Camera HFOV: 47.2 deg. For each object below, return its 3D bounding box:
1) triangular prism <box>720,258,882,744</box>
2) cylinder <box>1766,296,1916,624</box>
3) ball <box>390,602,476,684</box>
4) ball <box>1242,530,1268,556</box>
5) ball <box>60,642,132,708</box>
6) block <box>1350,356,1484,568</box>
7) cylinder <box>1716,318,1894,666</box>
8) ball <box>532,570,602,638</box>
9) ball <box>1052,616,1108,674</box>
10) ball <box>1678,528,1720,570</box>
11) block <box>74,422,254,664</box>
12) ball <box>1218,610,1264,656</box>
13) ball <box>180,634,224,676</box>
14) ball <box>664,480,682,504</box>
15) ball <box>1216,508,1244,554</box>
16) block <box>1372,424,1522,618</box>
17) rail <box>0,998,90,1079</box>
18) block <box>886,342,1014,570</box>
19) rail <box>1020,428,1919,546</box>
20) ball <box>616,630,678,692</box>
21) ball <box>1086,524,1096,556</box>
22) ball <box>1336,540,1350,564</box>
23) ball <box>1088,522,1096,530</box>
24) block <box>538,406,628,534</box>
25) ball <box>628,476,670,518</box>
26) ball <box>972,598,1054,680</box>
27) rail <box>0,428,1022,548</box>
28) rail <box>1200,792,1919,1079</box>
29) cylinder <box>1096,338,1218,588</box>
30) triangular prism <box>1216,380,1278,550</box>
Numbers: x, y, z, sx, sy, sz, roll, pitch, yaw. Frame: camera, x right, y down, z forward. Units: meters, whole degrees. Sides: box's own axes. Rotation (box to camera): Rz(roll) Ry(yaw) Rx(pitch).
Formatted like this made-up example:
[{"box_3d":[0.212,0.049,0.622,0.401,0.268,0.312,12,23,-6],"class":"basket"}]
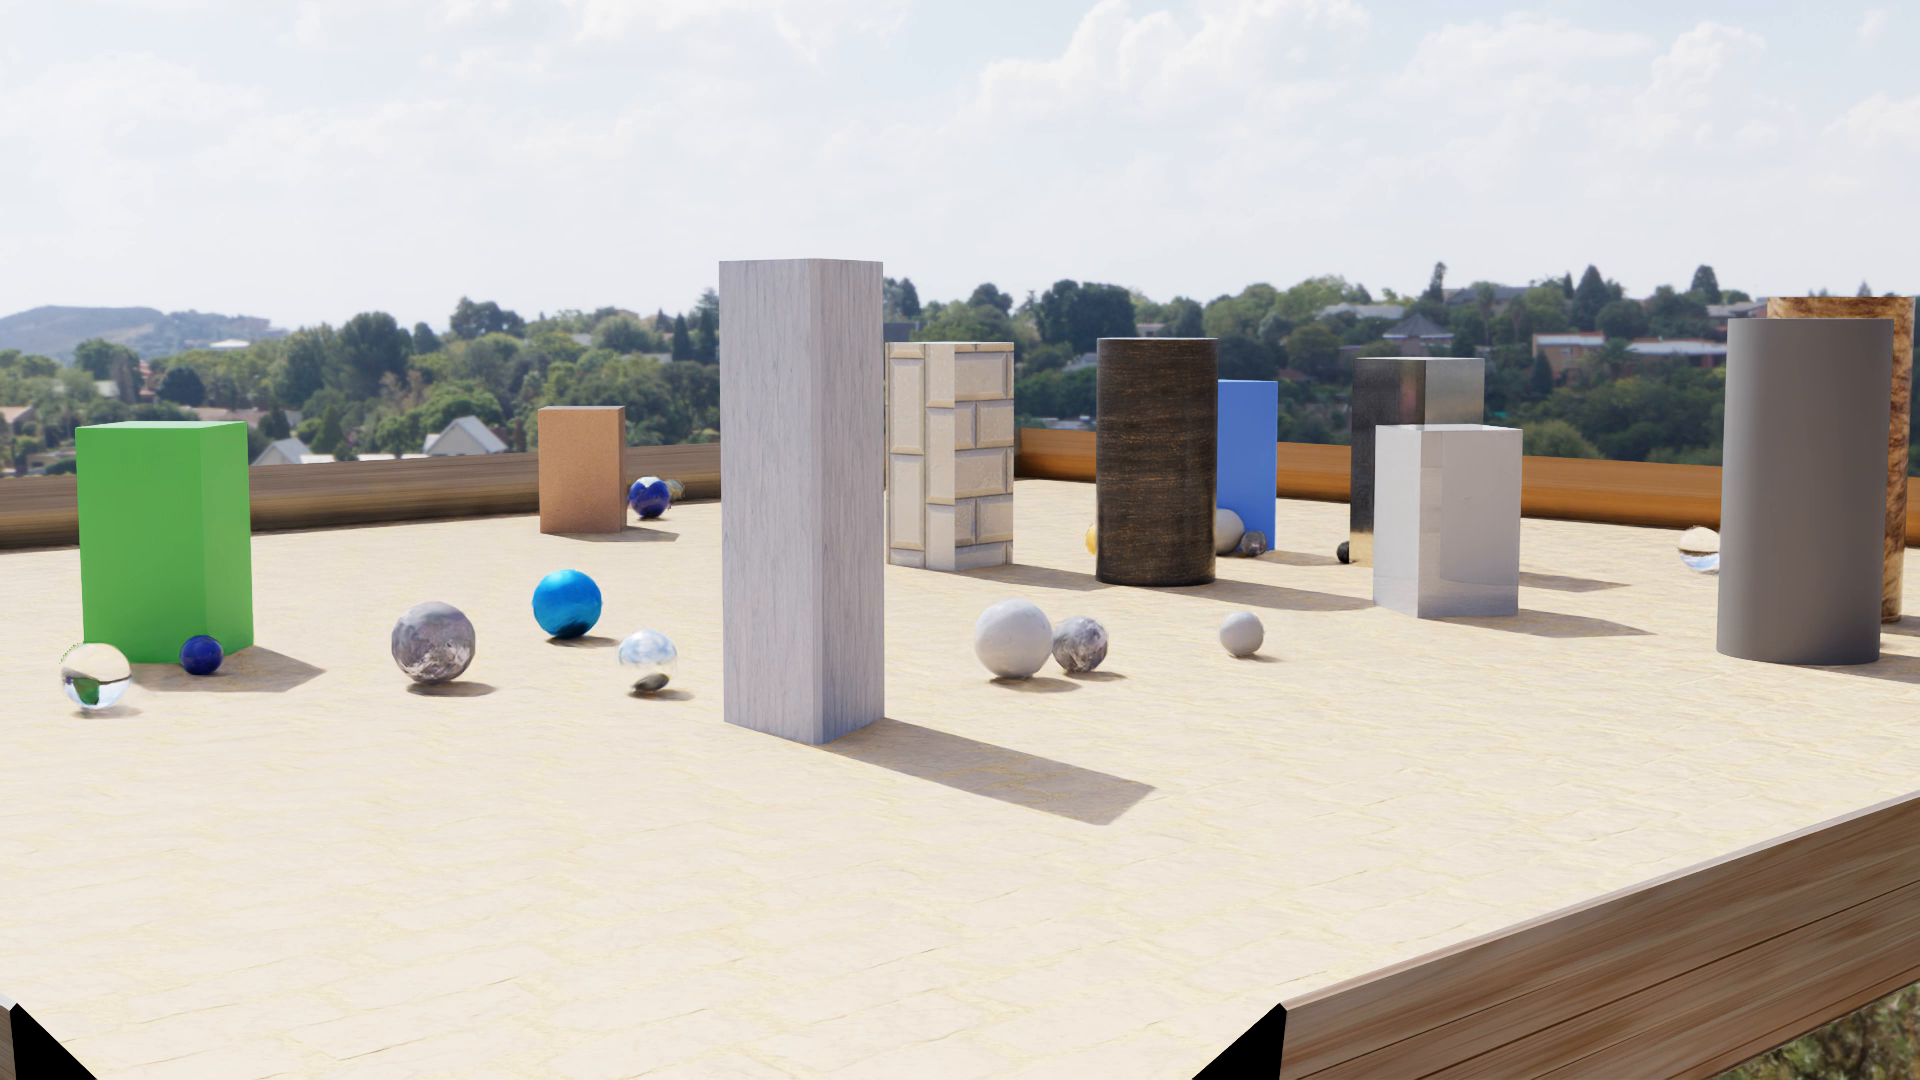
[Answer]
[{"box_3d":[-0.143,-0.048,2.353,0.150,0.497,0.173,-5,8,-40],"class":"triangular prism"},{"box_3d":[1.273,-0.120,3.202,0.200,0.464,0.200,0,6,0],"class":"cylinder"},{"box_3d":[-0.629,0.123,2.628,0.100,0.100,0.100,0,6,0],"class":"ball"},{"box_3d":[0.535,0.007,3.996,0.048,0.048,0.048,0,6,0],"class":"ball"},{"box_3d":[-0.971,0.152,2.470,0.074,0.074,0.074,0,6,0],"class":"ball"},{"box_3d":[0.797,-0.135,3.839,0.160,0.363,0.160,-5,8,-39],"class":"block"},{"box_3d":[1.092,-0.068,2.846,0.200,0.435,0.200,0,6,0],"class":"cylinder"},{"box_3d":[-0.535,0.087,2.997,0.095,0.095,0.095,0,6,0],"class":"ball"},{"box_3d":[0.148,0.129,2.713,0.071,0.071,0.071,0,6,0],"class":"ball"},{"box_3d":[1.274,0.016,3.780,0.074,0.074,0.074,0,6,0],"class":"ball"},{"box_3d":[-1.029,-0.001,2.855,0.160,0.299,0.160,0,6,3],"class":"block"},{"box_3d":[0.365,0.121,2.848,0.059,0.059,0.059,0,6,0],"class":"ball"},{"box_3d":[-0.928,0.141,2.690,0.051,0.051,0.051,0,6,0],"class":"ball"},{"box_3d":[-0.671,-0.112,5.106,0.055,0.055,0.055,0,6,0],"class":"ball"},{"box_3d":[0.479,-0.016,4.036,0.085,0.085,0.085,0,6,0],"class":"ball"},{"box_3d":[0.724,-0.031,3.277,0.160,0.273,0.160,-1,6,-13],"class":"block"},{"box_3d":[-1.381,0.166,2.064,0.045,0.130,3.638,-5,8,-42],"class":"rail"},{"box_3d":[-0.018,-0.152,3.874,0.160,0.389,0.160,5,8,40],"class":"block"},{"box_3d":[1.381,-0.098,4.599,0.045,0.130,3.638,-5,8,-42],"class":"rail"},{"box_3d":[-0.367,0.142,2.577,0.074,0.074,0.074,0,6,0],"class":"ball"},{"box_3d":[0.259,0.001,3.969,0.065,0.065,0.065,0,6,0],"class":"ball"},{"box_3d":[0.686,0.021,3.893,0.040,0.040,0.040,0,6,0],"class":"ball"},{"box_3d":[0.263,-0.005,4.037,0.063,0.063,0.063,0,6,0],"class":"ball"},{"box_3d":[-0.770,-0.146,4.495,0.160,0.248,0.160,0,6,-4],"class":"block"},{"box_3d":[-0.669,-0.092,4.735,0.090,0.090,0.090,0,6,0],"class":"ball"},{"box_3d":[0.065,0.120,2.661,0.098,0.098,0.098,0,6,0],"class":"ball"},{"box_3d":[-1.218,-0.103,4.644,3.806,0.130,0.045,-5,8,-42],"class":"rail"},{"box_3d":[1.218,0.170,2.019,3.806,0.130,0.045,-5,8,-42],"class":"rail"},{"box_3d":[0.325,-0.133,3.636,0.200,0.400,0.200,0,6,0],"class":"cylinder"},{"box_3d":[0.490,-0.143,4.152,0.173,0.314,0.150,-1,6,-12],"class":"triangular prism"}]
